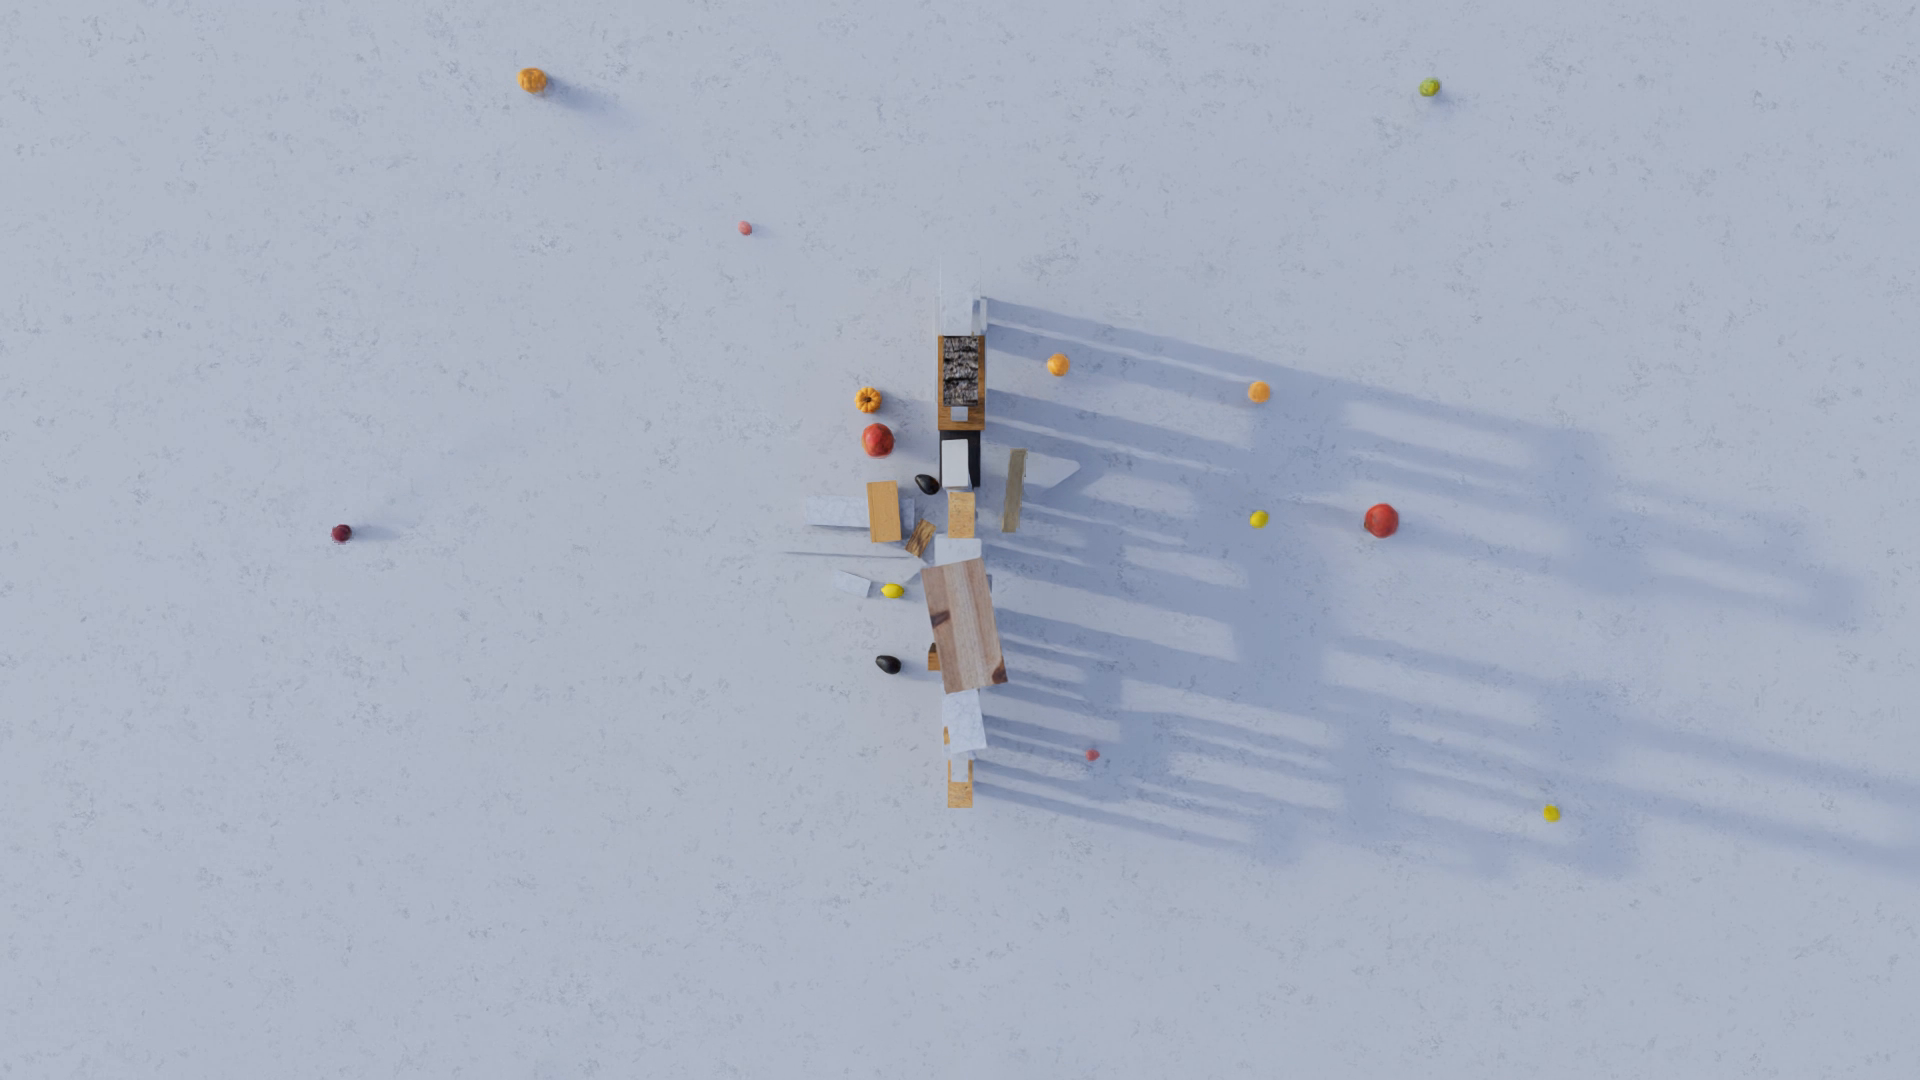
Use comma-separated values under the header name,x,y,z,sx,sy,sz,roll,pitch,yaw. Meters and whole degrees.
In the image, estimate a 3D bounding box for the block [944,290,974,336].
name,x,y,z,sx,sy,sz,roll,pitch,yaw
block,-0.004,-0.624,4.651,0.076,0.021,0.151,3,90,0

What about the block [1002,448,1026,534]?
name,x,y,z,sx,sy,sz,roll,pitch,yaw
block,0.175,-0.159,5.418,0.048,0.014,0.303,-2,119,-14

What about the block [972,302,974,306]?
name,x,y,z,sx,sy,sz,roll,pitch,yaw
block,0.004,-0.685,4.759,0.076,0.194,0.021,0,98,0

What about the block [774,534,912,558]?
name,x,y,z,sx,sy,sz,roll,pitch,yaw
block,-0.388,0.017,5.492,0.458,0.017,0.059,3,90,0

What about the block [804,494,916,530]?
name,x,y,z,sx,sy,sz,roll,pitch,yaw
block,-0.332,-0.094,5.486,0.361,0.028,0.099,3,90,0

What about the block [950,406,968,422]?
name,x,y,z,sx,sy,sz,roll,pitch,yaw
block,-0.002,-0.370,4.766,0.048,0.096,0.014,0,70,0

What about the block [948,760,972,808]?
name,x,y,z,sx,sy,sz,roll,pitch,yaw
block,0.001,0.760,5.172,0.079,0.022,0.158,0,90,0

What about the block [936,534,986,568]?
name,x,y,z,sx,sy,sz,roll,pitch,yaw
block,0.002,0.135,5.172,0.153,0.043,0.306,0,90,0

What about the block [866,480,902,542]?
name,x,y,z,sx,sy,sz,roll,pitch,yaw
block,-0.251,-0.094,5.458,0.099,0.028,0.199,-5,90,0

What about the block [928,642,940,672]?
name,x,y,z,sx,sy,sz,roll,pitch,yaw
block,-0.001,0.339,4.785,0.172,0.571,0.049,2,89,0

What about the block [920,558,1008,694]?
name,x,y,z,sx,sy,sz,roll,pitch,yaw
block,0.011,0.231,4.475,0.172,0.049,0.344,-11,90,0

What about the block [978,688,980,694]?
name,x,y,z,sx,sy,sz,roll,pitch,yaw
block,0.005,0.437,4.962,0.104,0.216,0.029,2,90,0

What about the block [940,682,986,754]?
name,x,y,z,sx,sy,sz,roll,pitch,yaw
block,0.011,0.514,4.839,0.104,0.029,0.208,-9,90,0

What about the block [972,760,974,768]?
name,x,y,z,sx,sy,sz,roll,pitch,yaw
block,0.002,0.707,5.262,0.079,0.158,0.022,0,90,0

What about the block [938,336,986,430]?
name,x,y,z,sx,sy,sz,roll,pitch,yaw
block,0.004,-0.459,4.833,0.138,0.039,0.275,0,90,0

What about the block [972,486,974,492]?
name,x,y,z,sx,sy,sz,roll,pitch,yaw
block,0.006,-0.099,5.190,0.070,0.020,0.140,1,88,0

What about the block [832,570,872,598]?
name,x,y,z,sx,sy,sz,roll,pitch,yaw
block,-0.360,0.145,5.492,0.119,0.017,0.059,18,90,0

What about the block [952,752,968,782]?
name,x,y,z,sx,sy,sz,roll,pitch,yaw
block,0.000,0.673,4.952,0.051,0.015,0.103,1,90,0

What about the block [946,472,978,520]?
name,x,y,z,sx,sy,sz,roll,pitch,yaw
block,0.003,-0.134,5.170,0.081,0.023,0.161,-12,88,0

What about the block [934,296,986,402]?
name,x,y,z,sx,sy,sz,roll,pitch,yaw
block,0.001,-0.595,5.151,0.163,0.046,0.326,0,90,0

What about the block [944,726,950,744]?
name,x,y,z,sx,sy,sz,roll,pitch,yaw
block,0.004,0.584,4.958,0.104,0.208,0.029,-4,90,0

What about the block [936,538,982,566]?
name,x,y,z,sx,sy,sz,roll,pitch,yaw
block,-0.004,0.130,4.862,0.135,0.038,0.269,0,90,0

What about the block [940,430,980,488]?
name,x,y,z,sx,sy,sz,roll,pitch,yaw
block,0.000,-0.297,5.222,0.130,0.037,0.259,0,90,0

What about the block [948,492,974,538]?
name,x,y,z,sx,sy,sz,roll,pitch,yaw
block,0.005,-0.067,5.142,0.081,0.023,0.161,1,86,0

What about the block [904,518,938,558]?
name,x,y,z,sx,sy,sz,roll,pitch,yaw
block,-0.132,-0.006,5.480,0.059,0.017,0.119,30,83,-9

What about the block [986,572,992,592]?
name,x,y,z,sx,sy,sz,roll,pitch,yaw
block,0.003,0.114,4.671,0.172,0.344,0.049,3,90,0

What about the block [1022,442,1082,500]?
name,x,y,z,sx,sy,sz,roll,pitch,yaw
block,0.293,-0.226,5.486,0.199,0.028,0.099,-34,90,0

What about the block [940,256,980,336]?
name,x,y,z,sx,sy,sz,roll,pitch,yaw
block,0.001,-0.720,4.874,0.119,0.034,0.238,0,90,0

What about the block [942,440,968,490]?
name,x,y,z,sx,sy,sz,roll,pitch,yaw
block,-0.014,-0.236,5.159,0.081,0.023,0.161,-3,66,4

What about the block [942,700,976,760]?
name,x,y,z,sx,sy,sz,roll,pitch,yaw
block,-0.003,0.573,5.077,0.102,0.029,0.204,-1,90,0

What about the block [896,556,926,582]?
name,x,y,z,sx,sy,sz,roll,pitch,yaw
block,-0.162,0.093,5.493,0.096,0.014,0.048,-39,90,0

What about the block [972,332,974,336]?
name,x,y,z,sx,sy,sz,roll,pitch,yaw
block,0.004,-0.578,4.738,0.076,0.151,0.021,0,106,0

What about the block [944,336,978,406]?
name,x,y,z,sx,sy,sz,roll,pitch,yaw
block,0.002,-0.471,4.604,0.098,0.028,0.195,0,90,0
